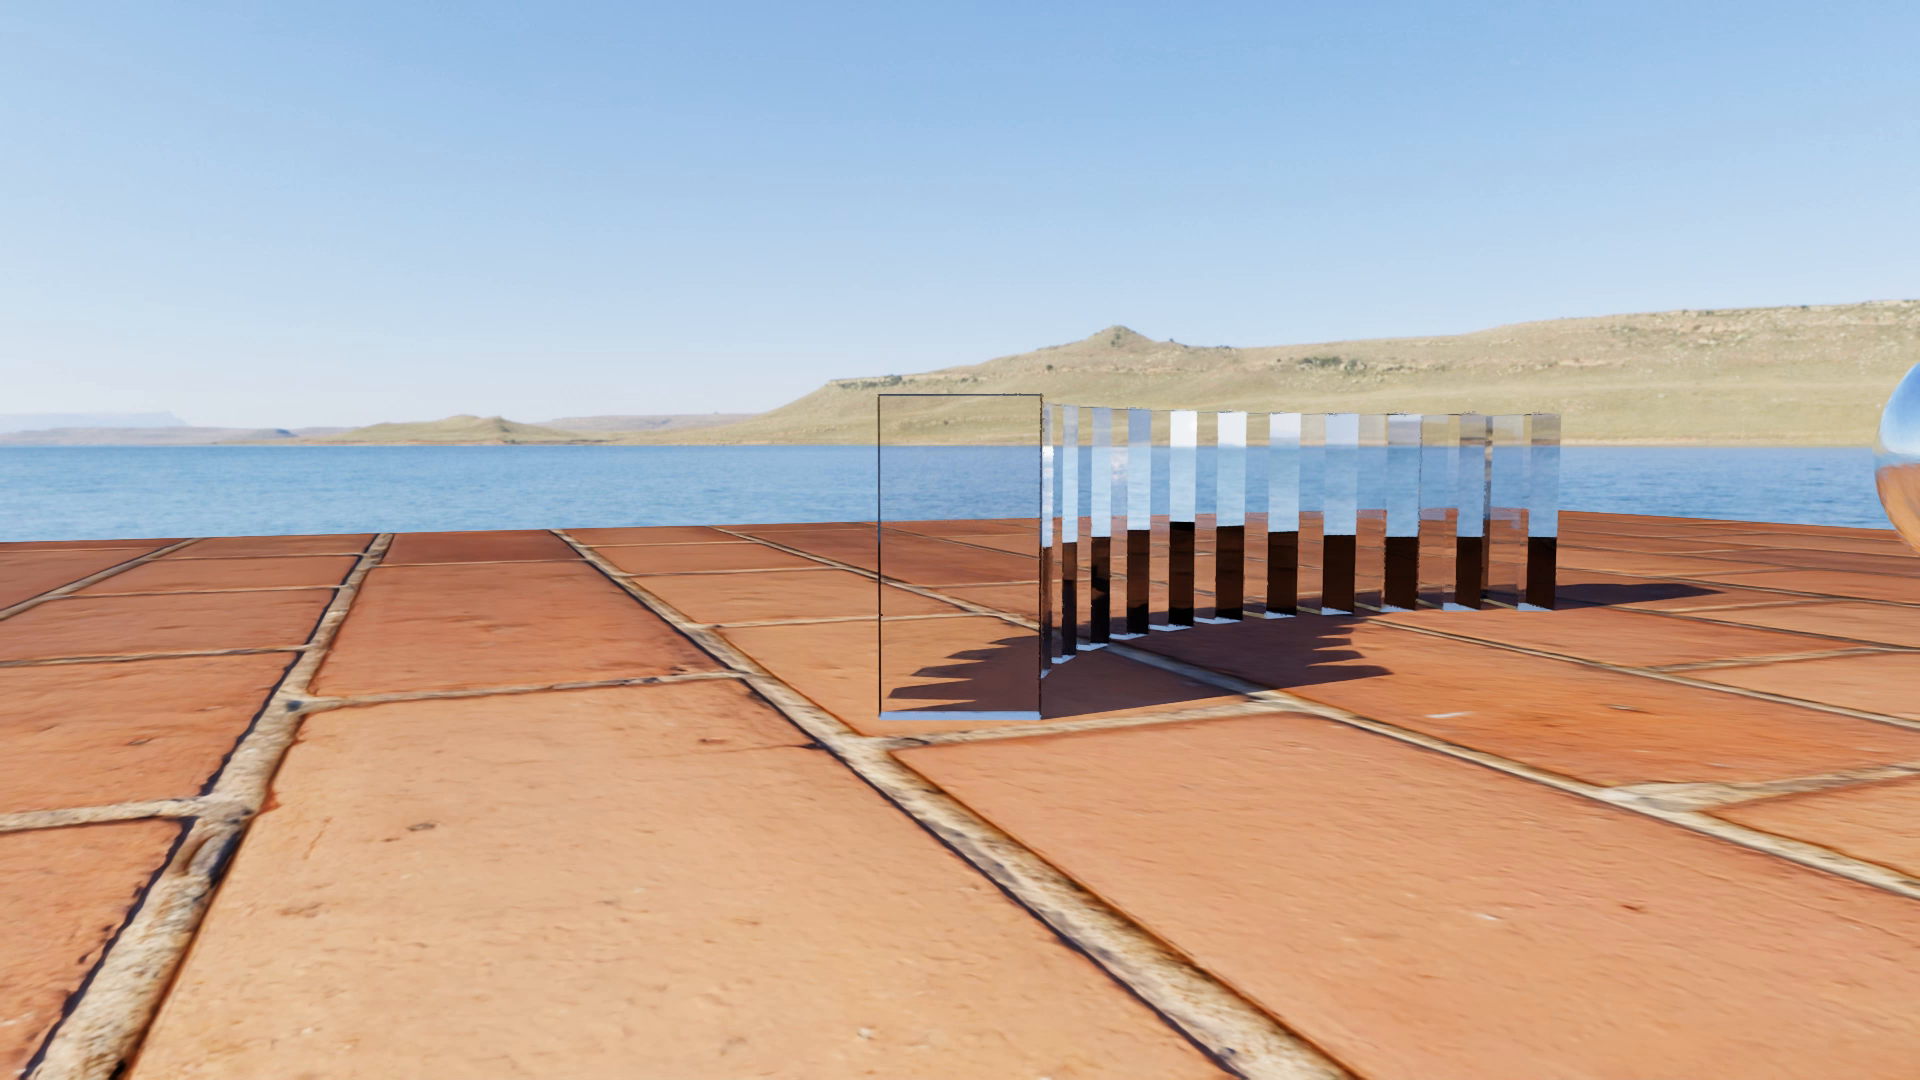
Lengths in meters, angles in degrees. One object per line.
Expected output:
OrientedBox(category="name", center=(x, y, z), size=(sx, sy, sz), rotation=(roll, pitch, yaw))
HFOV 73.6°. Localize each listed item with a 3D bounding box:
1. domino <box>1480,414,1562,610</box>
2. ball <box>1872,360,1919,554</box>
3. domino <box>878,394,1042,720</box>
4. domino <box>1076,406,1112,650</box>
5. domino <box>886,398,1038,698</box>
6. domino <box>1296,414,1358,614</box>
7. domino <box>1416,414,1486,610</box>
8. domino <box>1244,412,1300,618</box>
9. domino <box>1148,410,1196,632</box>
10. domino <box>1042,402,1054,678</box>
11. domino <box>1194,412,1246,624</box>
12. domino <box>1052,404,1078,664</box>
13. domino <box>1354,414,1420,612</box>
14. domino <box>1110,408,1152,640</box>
OrientedBox(category="domino", center=(0.147, -0.008, 0.338), size=(0.010, 0.050, 0.025), rotation=(0, 4, -1))
OrientedBox(category="ball", center=(0.291, -0.023, 0.340), size=(0.080, 0.080, 0.080), rotation=(0, 4, 0))
OrientedBox(category="domino", center=(0.000, 0.002, 0.201), size=(0.025, 0.050, 0.010), rotation=(0, 4, 0))
OrientedBox(category="domino", center=(0.019, -0.003, 0.273), size=(0.025, 0.050, 0.010), rotation=(3, 5, 31))
OrientedBox(category="domino", center=(0.001, 0.001, 0.220), size=(0.025, 0.050, 0.009), rotation=(0, 4, 5))
OrientedBox(category="domino", center=(0.091, -0.007, 0.331), size=(0.009, 0.050, 0.025), rotation=(-1, 5, -19))
OrientedBox(category="domino", center=(0.128, -0.008, 0.338), size=(0.010, 0.050, 0.025), rotation=(0, 4, -1))
OrientedBox(category="domino", center=(0.073, -0.007, 0.324), size=(0.010, 0.050, 0.025), rotation=(-2, 5, -27))
OrientedBox(category="domino", center=(0.042, -0.005, 0.302), size=(0.009, 0.050, 0.025), rotation=(-4, 6, -43))
OrientedBox(category="domino", center=(0.004, 0.000, 0.238), size=(0.025, 0.050, 0.010), rotation=(1, 4, 15))
OrientedBox(category="domino", center=(0.057, -0.006, 0.314), size=(0.010, 0.050, 0.025), rotation=(-3, 5, -35))
OrientedBox(category="domino", center=(0.010, -0.002, 0.256), size=(0.025, 0.050, 0.010), rotation=(2, 5, 23))
OrientedBox(category="domino", center=(0.109, -0.008, 0.336), size=(0.010, 0.050, 0.025), rotation=(-1, 4, -11))
OrientedBox(category="domino", center=(0.029, -0.004, 0.288), size=(0.025, 0.050, 0.010), rotation=(3, 6, 39))
